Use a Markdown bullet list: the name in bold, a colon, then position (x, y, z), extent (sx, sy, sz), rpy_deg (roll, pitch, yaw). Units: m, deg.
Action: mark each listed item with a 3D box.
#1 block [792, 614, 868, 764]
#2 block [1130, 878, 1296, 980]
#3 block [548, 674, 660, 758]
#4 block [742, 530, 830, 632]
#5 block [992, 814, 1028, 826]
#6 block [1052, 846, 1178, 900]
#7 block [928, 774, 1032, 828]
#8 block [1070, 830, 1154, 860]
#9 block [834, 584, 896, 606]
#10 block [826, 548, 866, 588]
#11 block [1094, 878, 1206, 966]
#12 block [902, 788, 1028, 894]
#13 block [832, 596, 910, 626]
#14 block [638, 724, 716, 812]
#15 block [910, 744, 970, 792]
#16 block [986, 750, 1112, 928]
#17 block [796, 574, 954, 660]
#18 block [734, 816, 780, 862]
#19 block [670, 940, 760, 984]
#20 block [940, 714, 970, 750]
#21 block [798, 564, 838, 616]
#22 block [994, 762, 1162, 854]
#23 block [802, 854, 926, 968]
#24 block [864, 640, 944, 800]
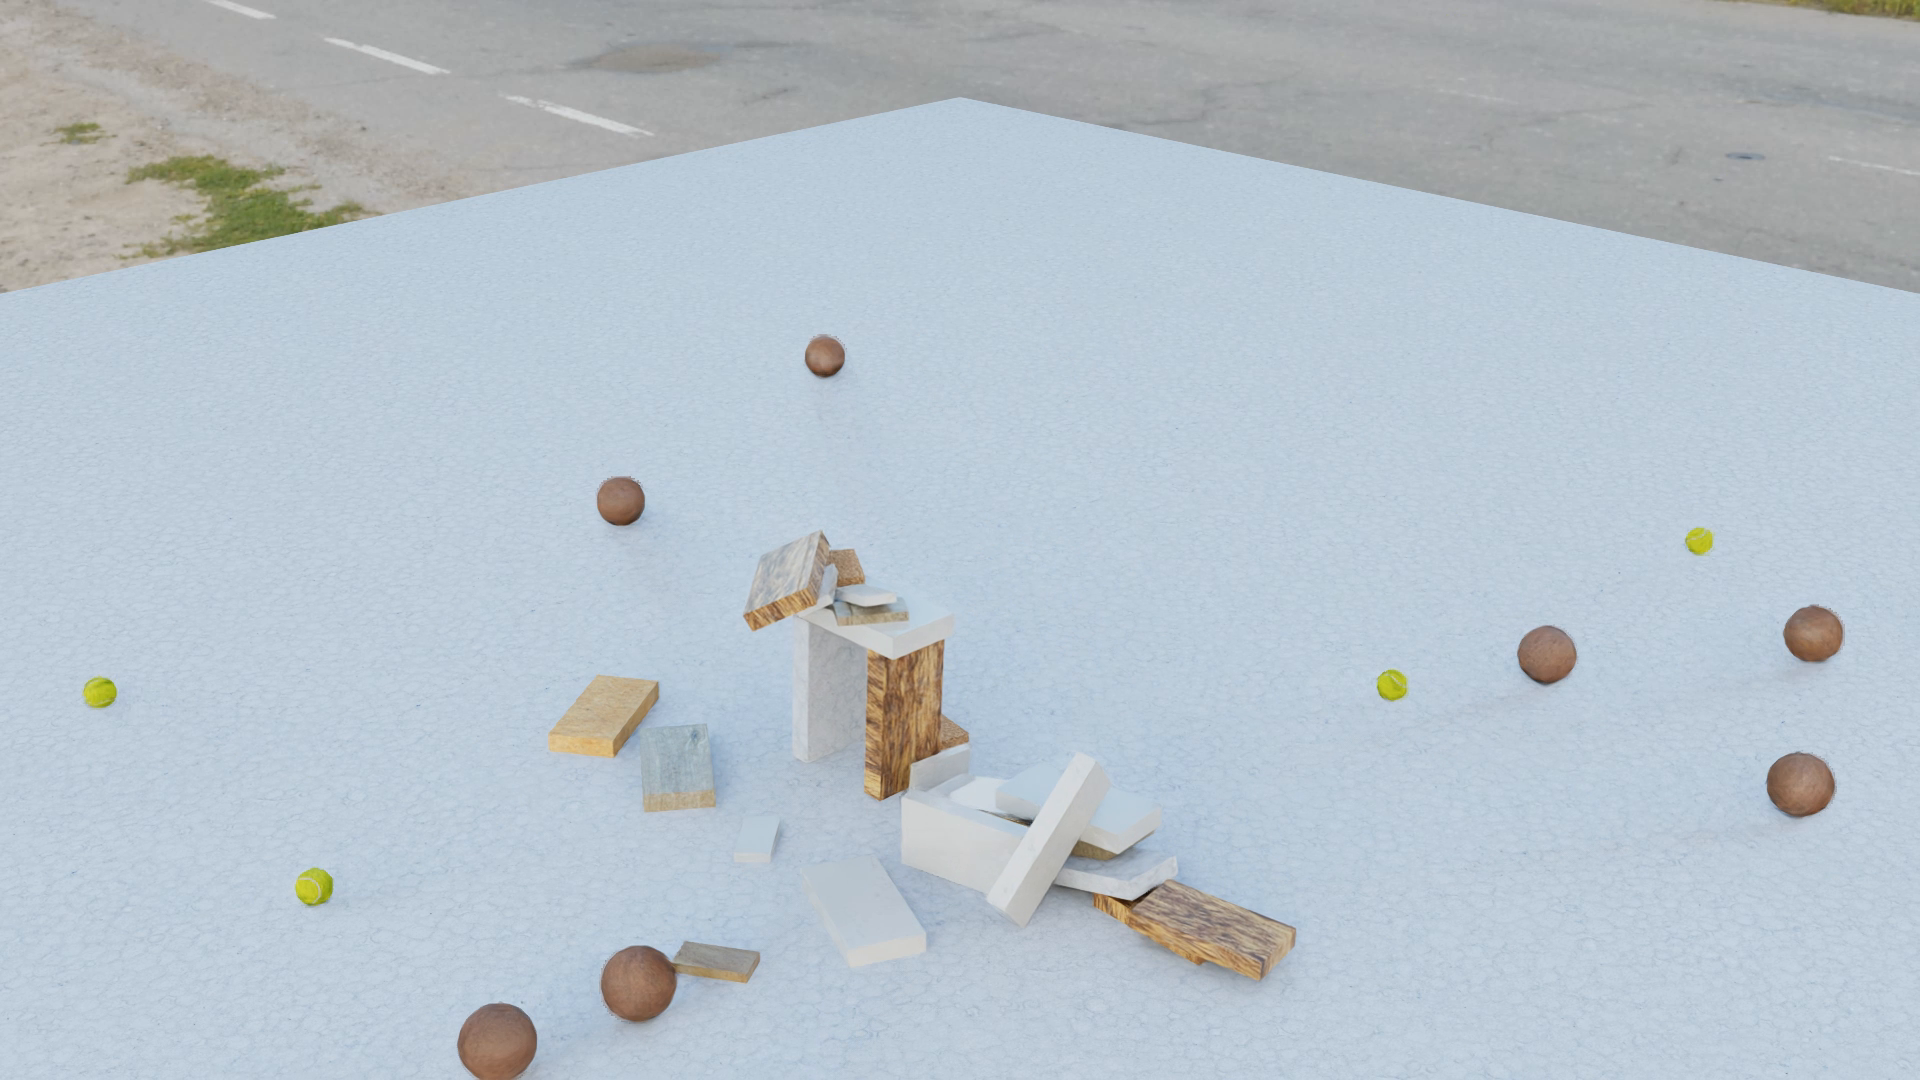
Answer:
- **block**: position (-0.273, 0.290, 4.644), extent (0.168, 0.337, 0.048), rpy_deg (-21, 34, -41)
- **block**: position (0.455, 0.700, 3.965), extent (0.266, 0.038, 0.133), rpy_deg (17, 29, 31)
- **block**: position (-0.775, 0.383, 4.806), extent (0.145, 0.041, 0.290), rpy_deg (5, 23, 11)
- **block**: position (-0.353, 0.081, 4.505), extent (0.145, 0.041, 0.290), rpy_deg (-23, 21, 12)
- **block**: position (0.057, 0.570, 4.280), extent (0.196, 0.071, 0.020), rpy_deg (6, 23, 43)
- **block**: position (0.268, 0.620, 4.171), extent (0.133, 0.038, 0.266), rpy_deg (-22, 17, -41)
- **block**: position (0.061, 0.525, 4.379), extent (0.290, 0.041, 0.145), rpy_deg (2, 18, 43)
- **block**: position (0.220, 0.560, 4.288), extent (0.290, 0.041, 0.145), rpy_deg (3, 18, 45)
- **block**: position (-0.193, 0.111, 4.432), extent (0.071, 0.020, 0.142), rpy_deg (-8, 10, -29)
- **block**: position (-0.247, 0.059, 4.604), extent (0.075, 0.021, 0.150), rpy_deg (-5, 23, -11)
- **block**: position (0.389, 0.692, 4.081), extent (0.133, 0.038, 0.266), rpy_deg (-19, 30, -38)
- **block**: position (0.020, 0.587, 4.190), extent (0.293, 0.146, 0.041), rpy_deg (15, 26, 31)
- **block**: position (-0.179, 0.143, 4.408), extent (0.143, 0.020, 0.072), rpy_deg (-4, 23, -10)
- **block**: position (-0.592, 0.474, 4.592), extent (0.145, 0.041, 0.290), rpy_deg (-4, 23, -8)
- **block**: position (-0.041, 0.476, 4.545), extent (0.142, 0.071, 0.020), rpy_deg (-18, 35, -35)
- **block**: position (0.166, 0.552, 4.040), extent (0.041, 0.146, 0.319), rpy_deg (28, 77, 24)
- **block**: position (-0.190, 0.145, 4.491), extent (0.168, 0.048, 0.337), rpy_deg (-21, 31, -40)
- **block**: position (-0.400, 0.590, 4.344), extent (0.072, 0.020, 0.143), rpy_deg (1, 23, 3)
- **block**: position (-0.439, 0.758, 3.949), extent (0.143, 0.020, 0.072), rpy_deg (6, 24, 13)
- **block**: position (-0.053, 0.408, 4.771), extent (0.075, 0.021, 0.150), rpy_deg (-15, 27, -31)
- **block**: position (-0.290, 0.102, 4.466), extent (0.075, 0.021, 0.151), rpy_deg (-24, 21, 11)
- **block**: position (0.226, 0.511, 4.214), extent (0.290, 0.041, 0.145), rpy_deg (16, 27, 36)
- **block**: position (-0.182, 0.687, 4.090), extent (0.146, 0.041, 0.292), rpy_deg (-8, 24, -19)
- **block**: position (-0.114, 0.352, 4.497), extent (0.168, 0.337, 0.048), rpy_deg (-21, 34, -41)
